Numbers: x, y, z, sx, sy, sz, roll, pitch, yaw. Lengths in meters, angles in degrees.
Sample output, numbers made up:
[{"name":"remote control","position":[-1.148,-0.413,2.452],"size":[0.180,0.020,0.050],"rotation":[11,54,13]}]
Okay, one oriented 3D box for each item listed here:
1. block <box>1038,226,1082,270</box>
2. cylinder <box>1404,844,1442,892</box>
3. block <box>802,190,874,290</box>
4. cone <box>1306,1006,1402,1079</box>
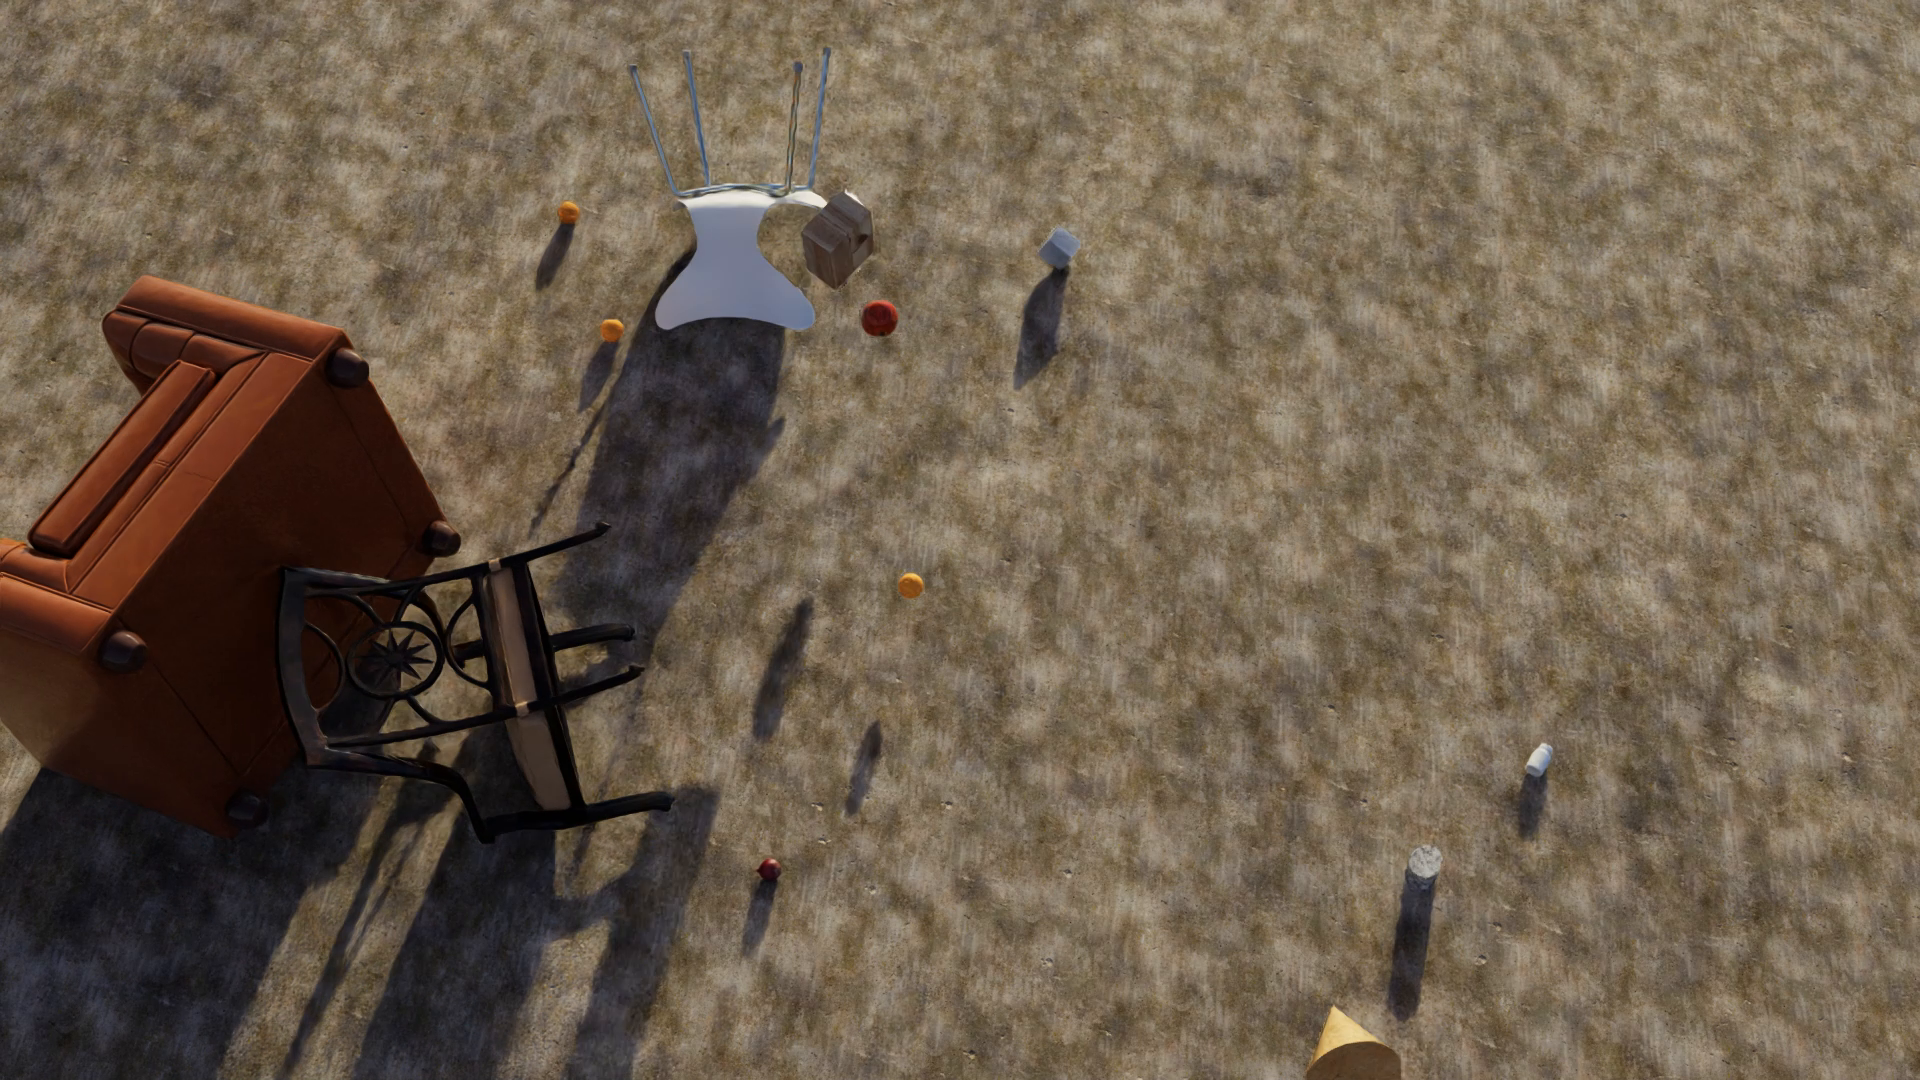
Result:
[{"name":"block","position":[0.324,-0.946,7.131],"size":[0.095,0.097,0.072],"rotation":[37,61,-6]},{"name":"cylinder","position":[1.249,0.884,5.928],"size":[0.083,0.087,0.101],"rotation":[25,60,16]},{"name":"block","position":[-0.364,-0.897,6.588],"size":[0.114,0.229,0.182],"rotation":[37,73,15]},{"name":"cone","position":[0.982,1.285,5.644],"size":[0.234,0.256,0.263],"rotation":[37,22,-22]}]
